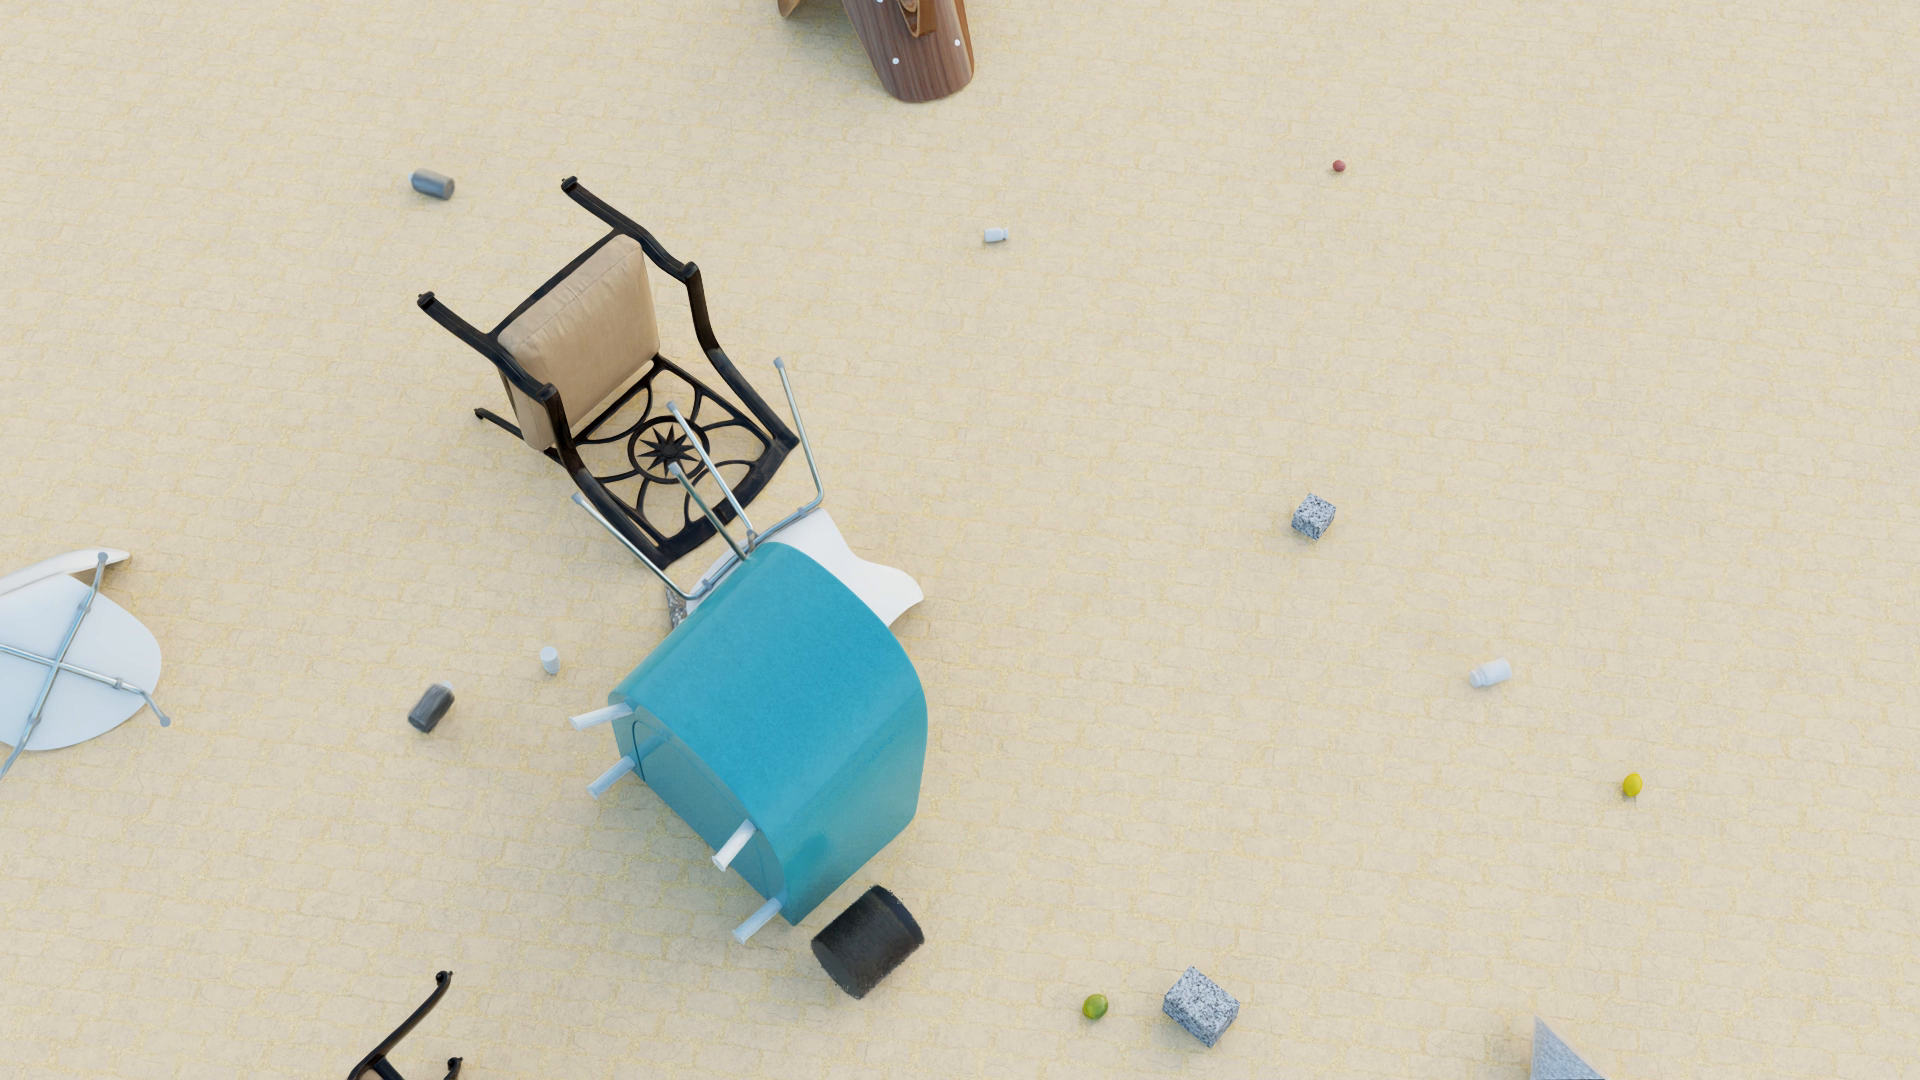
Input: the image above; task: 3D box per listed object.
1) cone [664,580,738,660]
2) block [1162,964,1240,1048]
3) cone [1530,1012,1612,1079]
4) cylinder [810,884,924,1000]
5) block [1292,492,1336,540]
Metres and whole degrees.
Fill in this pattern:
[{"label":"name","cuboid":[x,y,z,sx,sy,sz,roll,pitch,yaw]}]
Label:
[{"label":"cone","cuboid":[-0.801,0.201,6.404,0.195,0.118,0.295,-28,49,-16]},{"label":"block","cuboid":[0.624,1.210,5.701,0.160,0.102,0.111,36,63,21]},{"label":"cone","cuboid":[1.512,1.373,5.597,0.299,0.197,0.187,42,96,4]},{"label":"cylinder","cuboid":[-0.242,1.051,5.752,0.223,0.192,0.201,-39,93,-23]},{"label":"block","cuboid":[1.059,-0.070,6.580,0.091,0.068,0.095,31,62,19]}]
